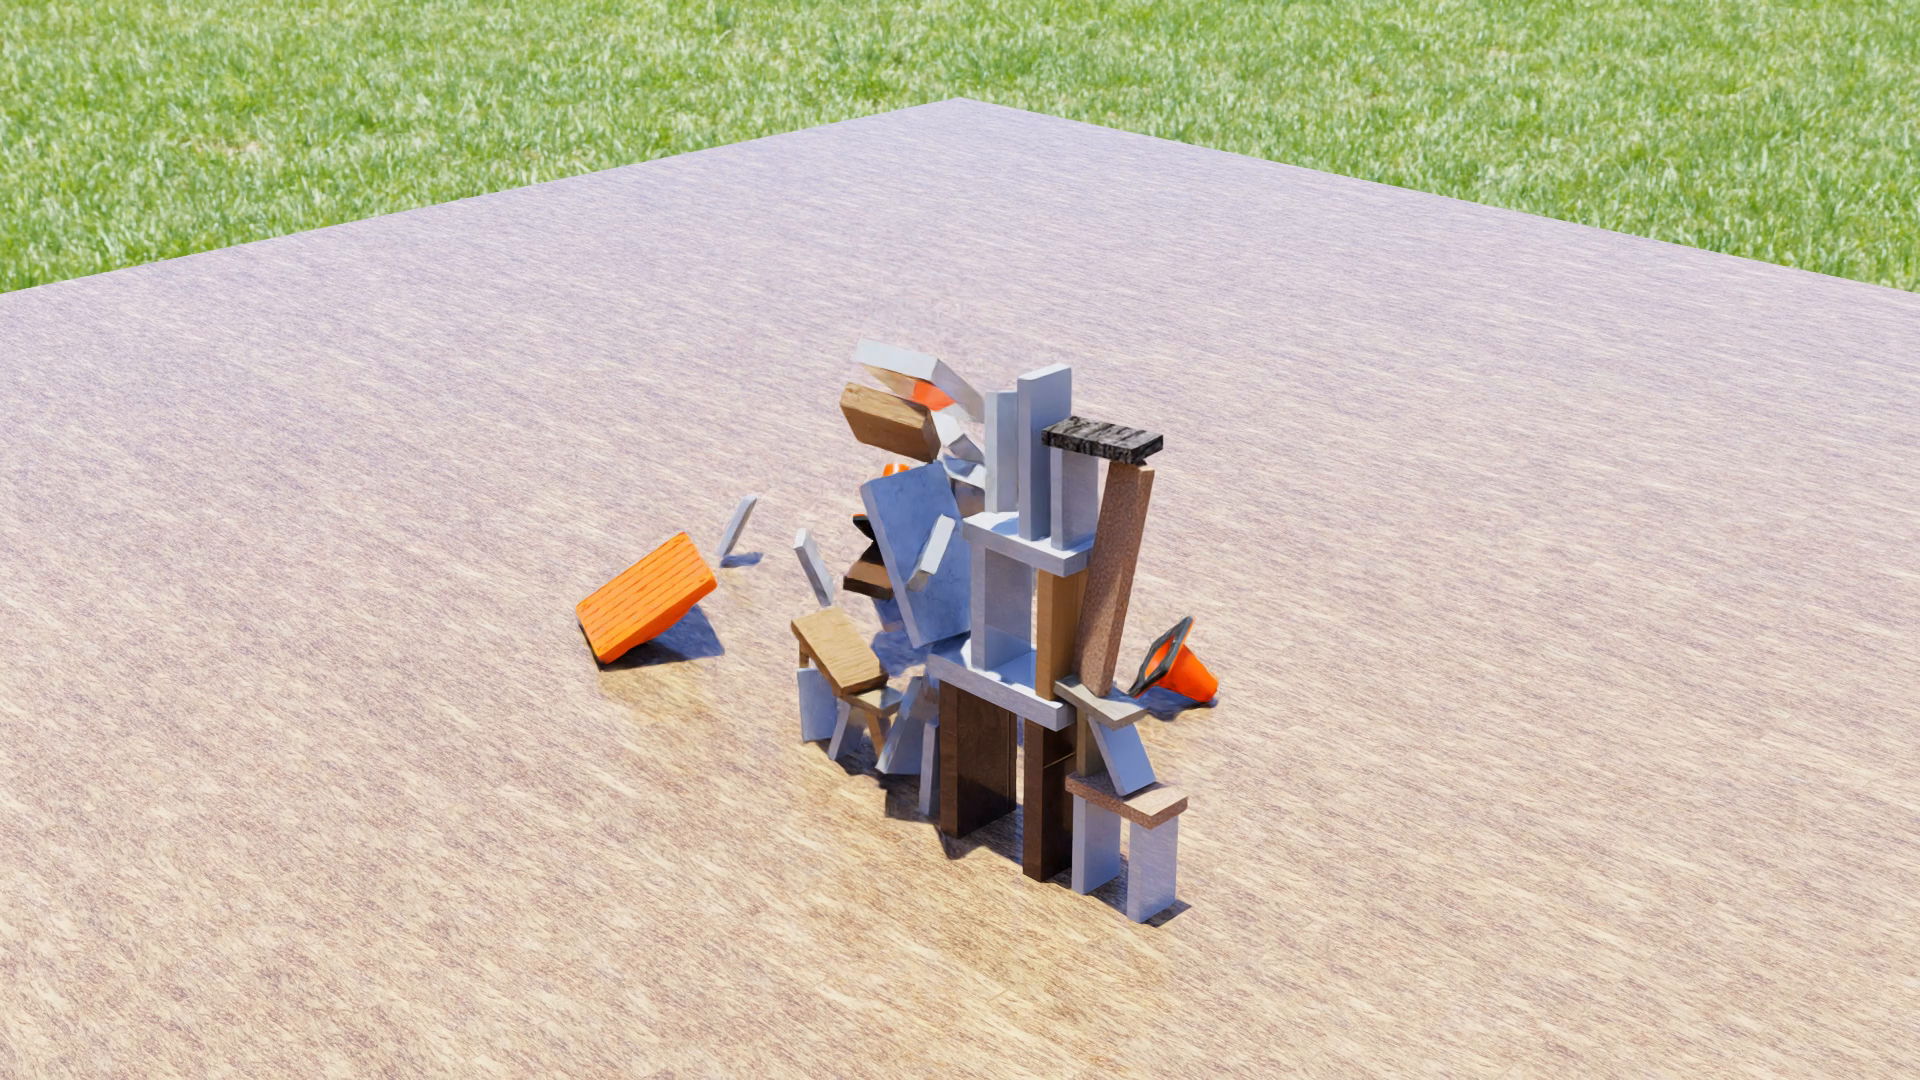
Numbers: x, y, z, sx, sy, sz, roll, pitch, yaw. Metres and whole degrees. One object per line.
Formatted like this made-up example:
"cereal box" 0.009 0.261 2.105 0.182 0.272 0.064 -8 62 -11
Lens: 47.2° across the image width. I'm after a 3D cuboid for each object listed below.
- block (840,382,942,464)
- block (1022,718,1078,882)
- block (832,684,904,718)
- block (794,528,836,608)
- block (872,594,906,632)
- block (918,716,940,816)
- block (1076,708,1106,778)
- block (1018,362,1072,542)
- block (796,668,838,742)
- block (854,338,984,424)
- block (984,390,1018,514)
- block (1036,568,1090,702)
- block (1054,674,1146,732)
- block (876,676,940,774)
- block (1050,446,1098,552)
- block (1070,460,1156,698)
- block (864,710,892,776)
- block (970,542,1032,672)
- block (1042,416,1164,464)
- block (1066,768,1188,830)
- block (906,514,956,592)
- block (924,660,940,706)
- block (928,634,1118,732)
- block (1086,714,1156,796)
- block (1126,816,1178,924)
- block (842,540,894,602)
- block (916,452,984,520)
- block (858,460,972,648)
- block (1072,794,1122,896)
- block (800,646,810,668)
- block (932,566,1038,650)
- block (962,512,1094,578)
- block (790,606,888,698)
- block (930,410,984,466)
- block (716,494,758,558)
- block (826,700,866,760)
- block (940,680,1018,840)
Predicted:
"block" -0.131 -0.223 4.245 0.161 0.046 0.322 17 -8 7
"block" 0.197 0.471 4.216 0.048 0.339 0.170 21 31 41
"block" -0.183 0.323 4.565 0.079 0.022 0.158 -22 30 -37
"block" -0.321 0.061 4.858 0.023 0.162 0.081 -17 27 12
"block" -0.080 0.153 5.095 0.227 0.032 0.112 -4 45 -20
"block" -0.029 0.445 4.439 0.105 0.211 0.030 -21 37 -41
"block" 0.255 0.357 4.103 0.081 0.161 0.023 -19 29 -37
"block" 0.154 -0.159 3.990 0.109 0.308 0.031 -21 30 -41
"block" -0.306 0.351 4.733 0.077 0.155 0.022 -6 11 -14
"block" -0.069 -0.303 4.220 0.161 0.046 0.322 16 -6 21
"block" 0.094 -0.163 4.020 0.109 0.219 0.031 -7 10 -44
"block" 0.200 0.157 4.067 0.130 0.259 0.037 -21 31 -40
"block" 0.256 0.292 4.027 0.081 0.023 0.161 -19 36 -37
"block" -0.092 0.384 4.552 0.030 0.211 0.105 31 14 38
"block" 0.207 -0.086 3.964 0.028 0.194 0.097 19 30 41
"block" 0.272 0.061 3.953 0.028 0.455 0.097 -7 30 -30
"block" -0.163 0.404 4.604 0.022 0.157 0.079 -8 21 16
"block" 0.079 0.110 4.178 0.130 0.259 0.037 -21 31 -41
"block" 0.251 -0.178 3.888 0.194 0.028 0.097 15 27 36
"block" 0.308 0.469 4.082 0.209 0.030 0.104 21 31 40
"block" -0.057 0.027 4.168 0.031 0.109 0.219 22 -12 -4
"block" -0.020 0.298 4.467 0.105 0.030 0.211 20 11 -5
"block" 0.117 0.261 4.214 0.339 0.048 0.170 21 31 41
"block" 0.298 0.384 4.059 0.081 0.161 0.023 -19 -5 -37
"block" 0.358 0.598 4.083 0.104 0.209 0.030 -21 31 -41
"block" -0.180 0.069 5.048 0.112 0.032 0.224 15 25 11
"block" 0.055 -0.081 4.577 0.337 0.169 0.048 18 60 -22
"block" -0.064 0.028 4.326 0.169 0.338 0.048 -16 -5 -28
"block" 0.260 0.560 4.174 0.030 0.209 0.104 21 31 40
"block" -0.342 0.293 4.858 0.022 0.155 0.077 -2 14 -4
"block" 0.064 0.152 4.821 0.169 0.048 0.484 20 35 1
"block" 0.140 -0.003 4.064 0.130 0.037 0.259 -21 31 -41
"block" -0.254 0.235 4.620 0.112 0.032 0.224 -16 46 -27
"block" 0.017 -0.192 4.610 0.046 0.322 0.161 -38 56 5
"block" -0.568 -0.038 5.602 0.023 0.162 0.081 29 12 3
"block" -0.229 0.389 4.644 0.022 0.158 0.079 36 38 24
"block" 0.037 0.409 4.363 0.048 0.339 0.170 21 31 41
